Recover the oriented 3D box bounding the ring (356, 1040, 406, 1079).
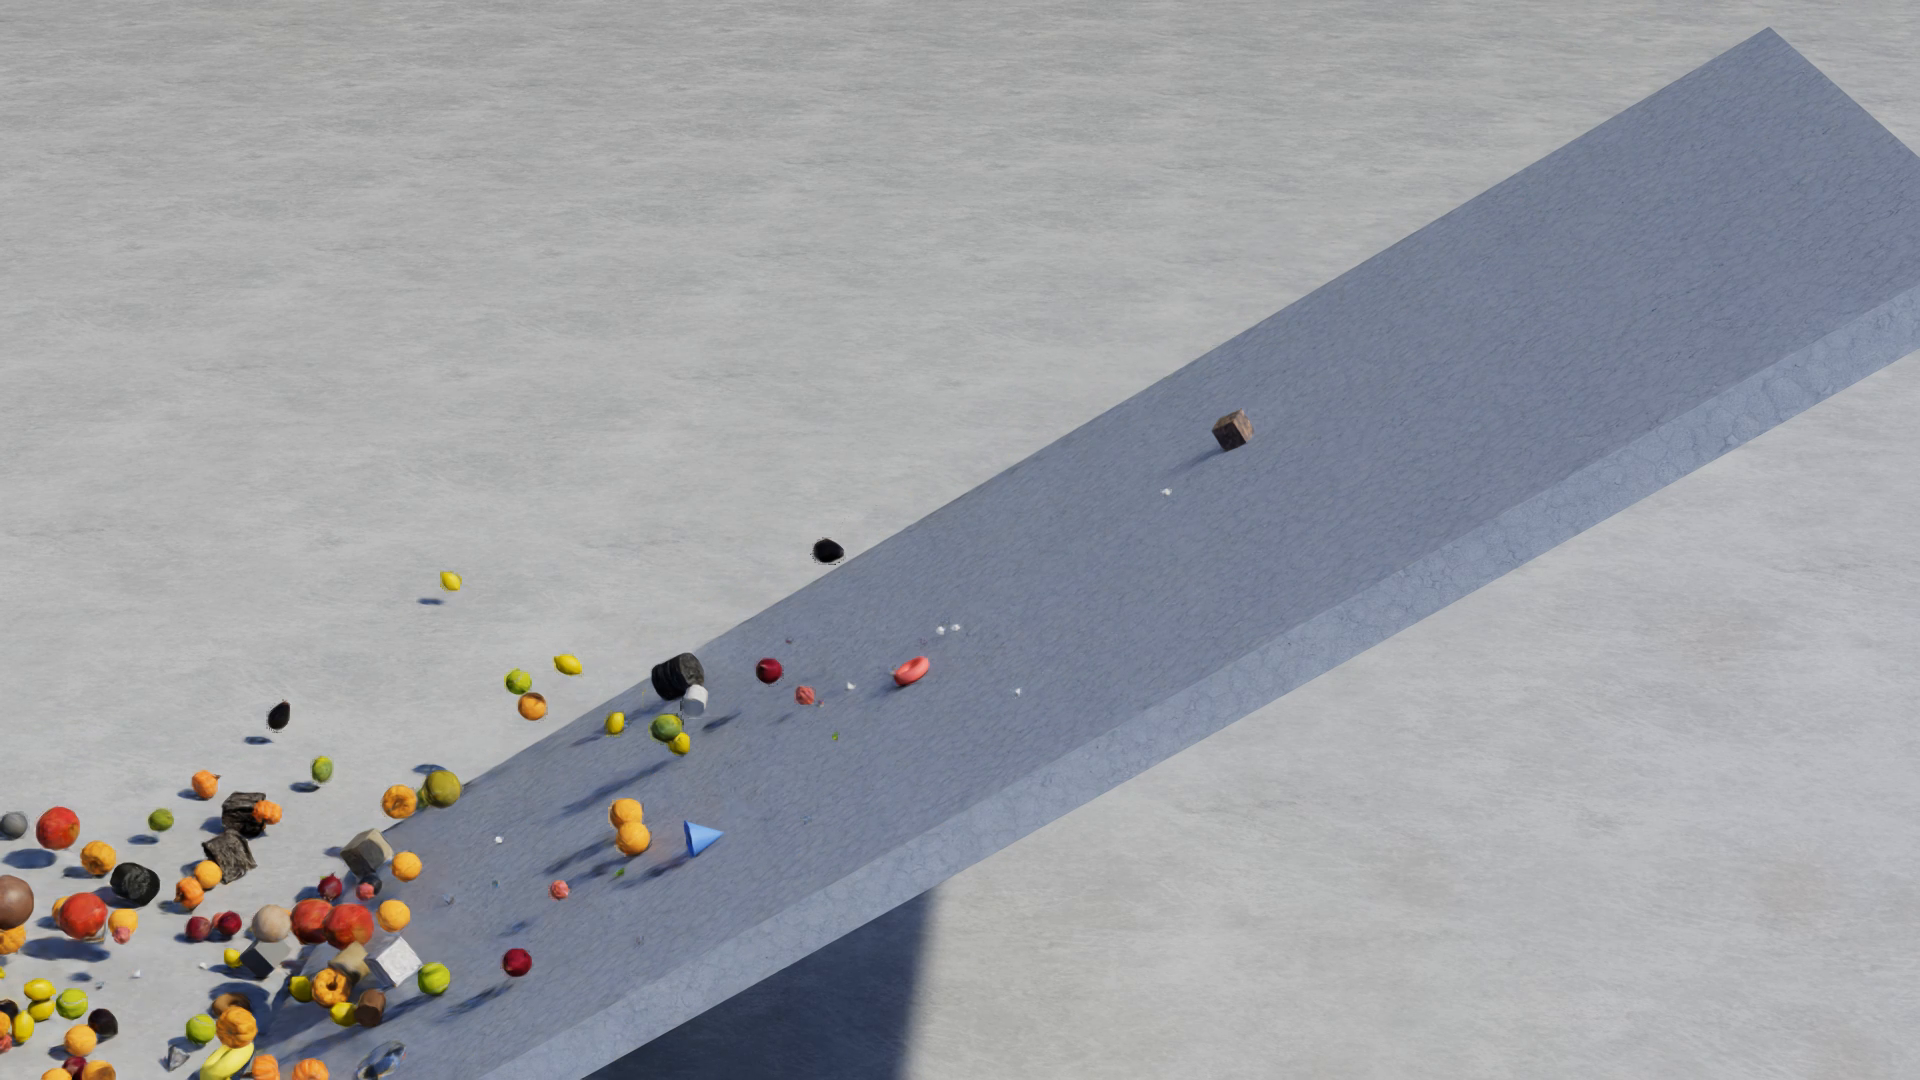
[{"bbox_3d":[-1.172,1.059,5.961,0.114,0.038,0.114,-30,16,10],"label":"ring"}]

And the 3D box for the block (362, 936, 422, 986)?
[{"bbox_3d":[-1.247,0.926,6.460,0.077,0.077,0.077,-43,17,-32],"label":"block"}]

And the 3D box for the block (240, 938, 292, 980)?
[{"bbox_3d":[-1.676,0.999,7.096,0.073,0.073,0.073,-33,13,37],"label":"block"}]

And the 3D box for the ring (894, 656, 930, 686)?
[{"bbox_3d":[-0.102,0.277,6.209,0.083,0.028,0.083,-30,16,10],"label":"ring"}]

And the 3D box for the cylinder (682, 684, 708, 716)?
[{"bbox_3d":[-0.597,0.362,6.631,0.051,0.051,0.051,1,34,4],"label":"cylinder"}]

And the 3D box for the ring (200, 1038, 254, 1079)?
[{"bbox_3d":[-1.643,1.167,6.590,0.137,0.046,0.137,-33,14,9],"label":"ring"}]

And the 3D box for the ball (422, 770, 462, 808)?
[{"bbox_3d":[-1.267,0.609,7.191,0.094,0.094,0.094,0,20,0],"label":"ball"}]

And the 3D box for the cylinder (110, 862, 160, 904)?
[{"bbox_3d":[-2.098,0.872,7.480,0.090,0.090,0.090,-18,20,-41],"label":"cylinder"}]

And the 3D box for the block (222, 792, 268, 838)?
[{"bbox_3d":[-1.916,0.735,7.876,0.089,0.089,0.089,3,20,8],"label":"block"}]

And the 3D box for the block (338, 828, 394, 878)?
[{"bbox_3d":[-1.493,0.787,7.403,0.081,0.081,0.081,-20,20,42],"label":"block"}]

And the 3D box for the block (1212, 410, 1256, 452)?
[{"bbox_3d":[0.588,-0.235,6.324,0.058,0.058,0.058,-23,18,35],"label":"block"}]

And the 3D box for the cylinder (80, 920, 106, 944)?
[{"bbox_3d":[-2.134,0.966,7.246,0.054,0.054,0.054,-2,20,-6],"label":"cylinder"}]

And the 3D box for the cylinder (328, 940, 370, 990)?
[{"bbox_3d":[-1.364,0.954,6.602,0.079,0.079,0.079,-40,35,-18],"label":"cylinder"}]

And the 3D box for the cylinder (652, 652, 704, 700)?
[{"bbox_3d":[-0.684,0.330,7.135,0.090,0.090,0.090,-25,7,29],"label":"cylinder"}]

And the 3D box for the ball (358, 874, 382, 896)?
[{"bbox_3d":[-1.437,0.841,7.165,0.056,0.056,0.056,0,20,0],"label":"ball"}]

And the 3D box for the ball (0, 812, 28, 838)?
[{"bbox_3d":[-2.520,0.759,7.836,0.070,0.070,0.070,0,20,0],"label":"ball"}]

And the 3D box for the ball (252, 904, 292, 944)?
[{"bbox_3d":[-1.442,0.805,6.162,0.081,0.081,0.081,0,20,0],"label":"ball"}]

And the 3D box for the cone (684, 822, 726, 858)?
[{"bbox_3d":[-0.517,0.607,6.024,0.078,0.078,0.078,-9,22,-15],"label":"cone"}]

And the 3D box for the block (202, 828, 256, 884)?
[{"bbox_3d":[-1.892,0.817,7.616,0.089,0.089,0.089,-30,31,-27],"label":"block"}]

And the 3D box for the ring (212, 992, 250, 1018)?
[{"bbox_3d":[-1.720,1.099,6.946,0.089,0.030,0.089,0,23,0],"label":"ring"}]

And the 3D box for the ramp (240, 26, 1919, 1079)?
[{"bbox_3d":[0.141,0.169,6.291,4.000,0.100,2.000,-30,15,13],"label":"ramp"}]
